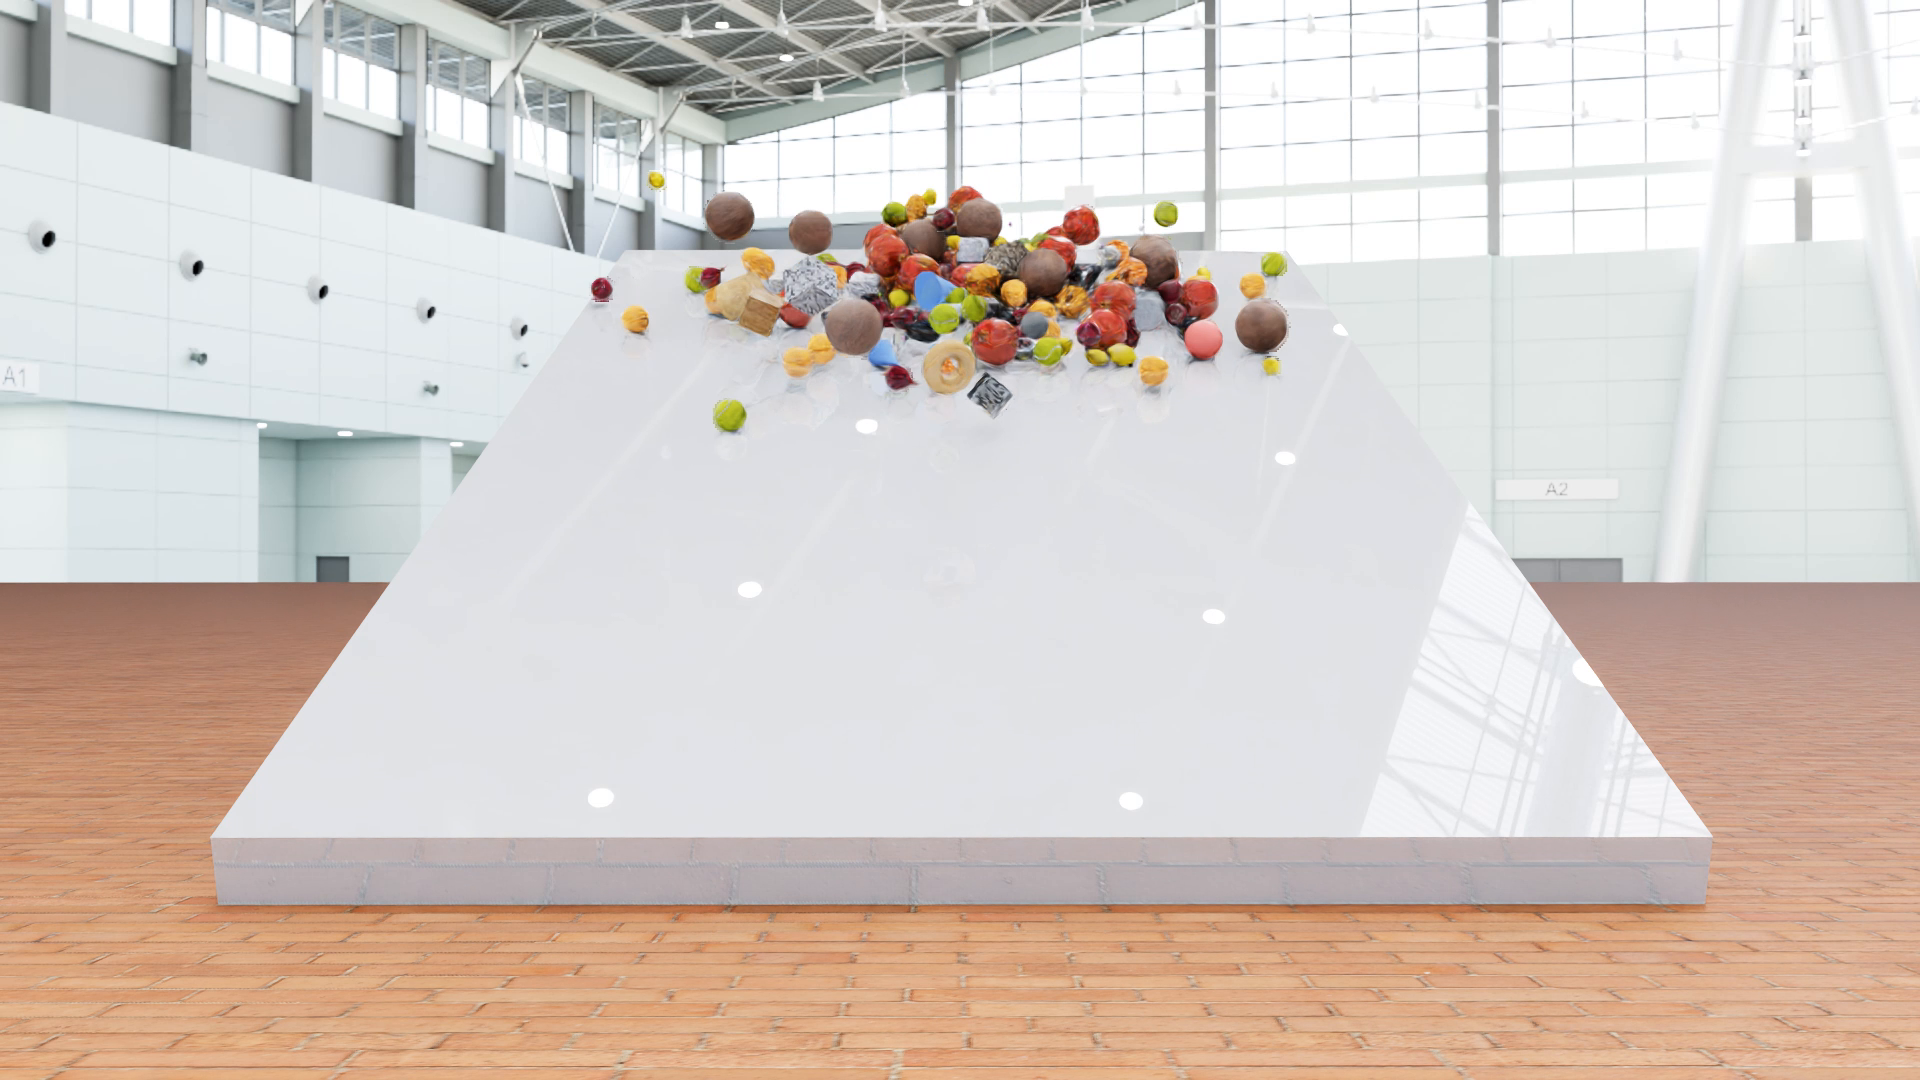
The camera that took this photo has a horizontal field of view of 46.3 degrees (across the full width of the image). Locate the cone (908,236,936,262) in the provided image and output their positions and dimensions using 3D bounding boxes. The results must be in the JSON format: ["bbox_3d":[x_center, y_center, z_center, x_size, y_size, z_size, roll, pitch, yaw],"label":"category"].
[{"bbox_3d":[-0.095,-0.852,6.501,0.095,0.095,0.095,0,-1,-13],"label":"cone"}]

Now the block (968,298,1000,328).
[{"bbox_3d":[0.062,-0.587,5.807,0.065,0.065,0.065,0,19,-11],"label":"block"}]

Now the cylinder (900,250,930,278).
[{"bbox_3d":[-0.126,-0.776,6.352,0.063,0.063,0.063,33,9,16],"label":"cylinder"}]

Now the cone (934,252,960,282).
[{"bbox_3d":[-0.024,-0.767,6.317,0.096,0.096,0.096,0,15,-1],"label":"cone"}]

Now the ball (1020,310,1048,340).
[{"bbox_3d":[0.179,-0.514,5.374,0.068,0.068,0.068,0,-1,0],"label":"ball"}]

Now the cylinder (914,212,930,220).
[{"bbox_3d":[-0.129,-0.913,6.510,0.065,0.065,0.065,0,24,23],"label":"cylinder"}]

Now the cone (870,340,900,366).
[{"bbox_3d":[-0.168,-0.434,5.389,0.071,0.071,0.071,36,21,34],"label":"cone"}]

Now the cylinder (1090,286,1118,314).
[{"bbox_3d":[0.363,-0.607,5.663,0.059,0.059,0.059,9,2,0],"label":"cylinder"}]

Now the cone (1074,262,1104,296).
[{"bbox_3d":[0.347,-0.707,6.146,0.082,0.082,0.082,4,22,-2],"label":"cone"}]

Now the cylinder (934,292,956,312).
[{"bbox_3d":[-0.054,-0.648,5.976,0.060,0.060,0.060,-42,19,-24],"label":"cylinder"}]

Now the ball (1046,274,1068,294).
[{"bbox_3d":[0.269,-0.704,6.177,0.060,0.060,0.060,0,-1,0],"label":"ball"}]

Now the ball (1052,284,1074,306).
[{"bbox_3d":[0.279,-0.659,6.046,0.058,0.058,0.058,0,-1,0],"label":"ball"}]

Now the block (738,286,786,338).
[{"bbox_3d":[-0.476,-0.548,5.390,0.080,0.080,0.080,23,23,-4],"label":"block"}]

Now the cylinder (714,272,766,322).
[{"bbox_3d":[-0.560,-0.624,5.749,0.098,0.098,0.098,-22,-8,18],"label":"cylinder"}]

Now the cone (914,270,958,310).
[{"bbox_3d":[-0.042,-0.616,5.503,0.098,0.098,0.098,-13,8,-40],"label":"cone"}]

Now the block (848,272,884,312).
[{"bbox_3d":[-0.250,-0.664,6.006,0.081,0.081,0.081,5,25,8],"label":"block"}]

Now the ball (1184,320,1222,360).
[{"bbox_3d":[0.595,-0.489,5.482,0.095,0.095,0.095,0,-1,0],"label":"ball"}]

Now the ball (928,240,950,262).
[{"bbox_3d":[-0.060,-0.822,6.386,0.067,0.067,0.067,0,-1,0],"label":"ball"}]

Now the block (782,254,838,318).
[{"bbox_3d":[-0.372,-0.633,5.597,0.094,0.094,0.094,-27,-35,29],"label":"block"}]

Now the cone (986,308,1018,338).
[{"bbox_3d":[0.094,-0.539,5.721,0.078,0.078,0.078,-41,19,-24],"label":"cone"}]

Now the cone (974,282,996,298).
[{"bbox_3d":[0.070,-0.682,6.087,0.070,0.070,0.070,4,20,-1],"label":"cone"}]

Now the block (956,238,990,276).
[{"bbox_3d":[0.040,-0.766,6.060,0.074,0.074,0.074,4,-22,16],"label":"block"}]

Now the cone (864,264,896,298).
[{"bbox_3d":[-0.240,-0.703,6.196,0.098,0.098,0.098,0,-10,-22],"label":"cone"}]

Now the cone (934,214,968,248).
[{"bbox_3d":[-0.044,-0.884,6.293,0.093,0.093,0.093,-33,-22,-16],"label":"cone"}]

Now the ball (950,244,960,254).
[{"bbox_3d":[-0.026,-0.840,6.567,0.070,0.070,0.070,0,-1,0],"label":"ball"}]

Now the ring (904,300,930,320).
[{"bbox_3d":[-0.094,-0.615,5.859,0.116,0.039,0.116,-30,11,7],"label":"ring"}]

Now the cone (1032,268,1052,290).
[{"bbox_3d":[0.234,-0.717,6.266,0.064,0.064,0.064,0,-13,8],"label":"cone"}]

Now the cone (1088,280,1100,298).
[{"bbox_3d":[0.385,-0.678,6.155,0.054,0.054,0.054,29,-1,1],"label":"cone"}]

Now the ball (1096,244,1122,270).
[{"bbox_3d":[0.431,-0.819,6.502,0.072,0.072,0.072,0,-1,0],"label":"ball"}]

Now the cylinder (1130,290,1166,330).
[{"bbox_3d":[0.486,-0.594,5.800,0.085,0.085,0.085,0,22,11],"label":"cylinder"}]

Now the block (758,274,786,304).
[{"bbox_3d":[-0.501,-0.682,6.094,0.069,0.069,0.069,-12,22,-31],"label":"block"}]

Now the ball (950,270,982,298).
[{"bbox_3d":[0.017,-0.701,6.127,0.084,0.084,0.084,0,-1,0],"label":"ball"}]

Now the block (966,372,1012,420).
[{"bbox_3d":[0.064,-0.311,4.846,0.067,0.067,0.067,38,-1,10],"label":"block"}]

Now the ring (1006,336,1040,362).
[{"bbox_3d":[0.154,-0.466,5.483,0.088,0.029,0.088,2,38,-1],"label":"ring"}]

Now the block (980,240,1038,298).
[{"bbox_3d":[0.132,-0.722,5.981,0.099,0.099,0.099,-11,-42,38],"label":"block"}]

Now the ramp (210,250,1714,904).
[{"bbox_3d":[-0.004,-0.192,4.900,2.000,0.100,4.000,0,19,0],"label":"ramp"}]
